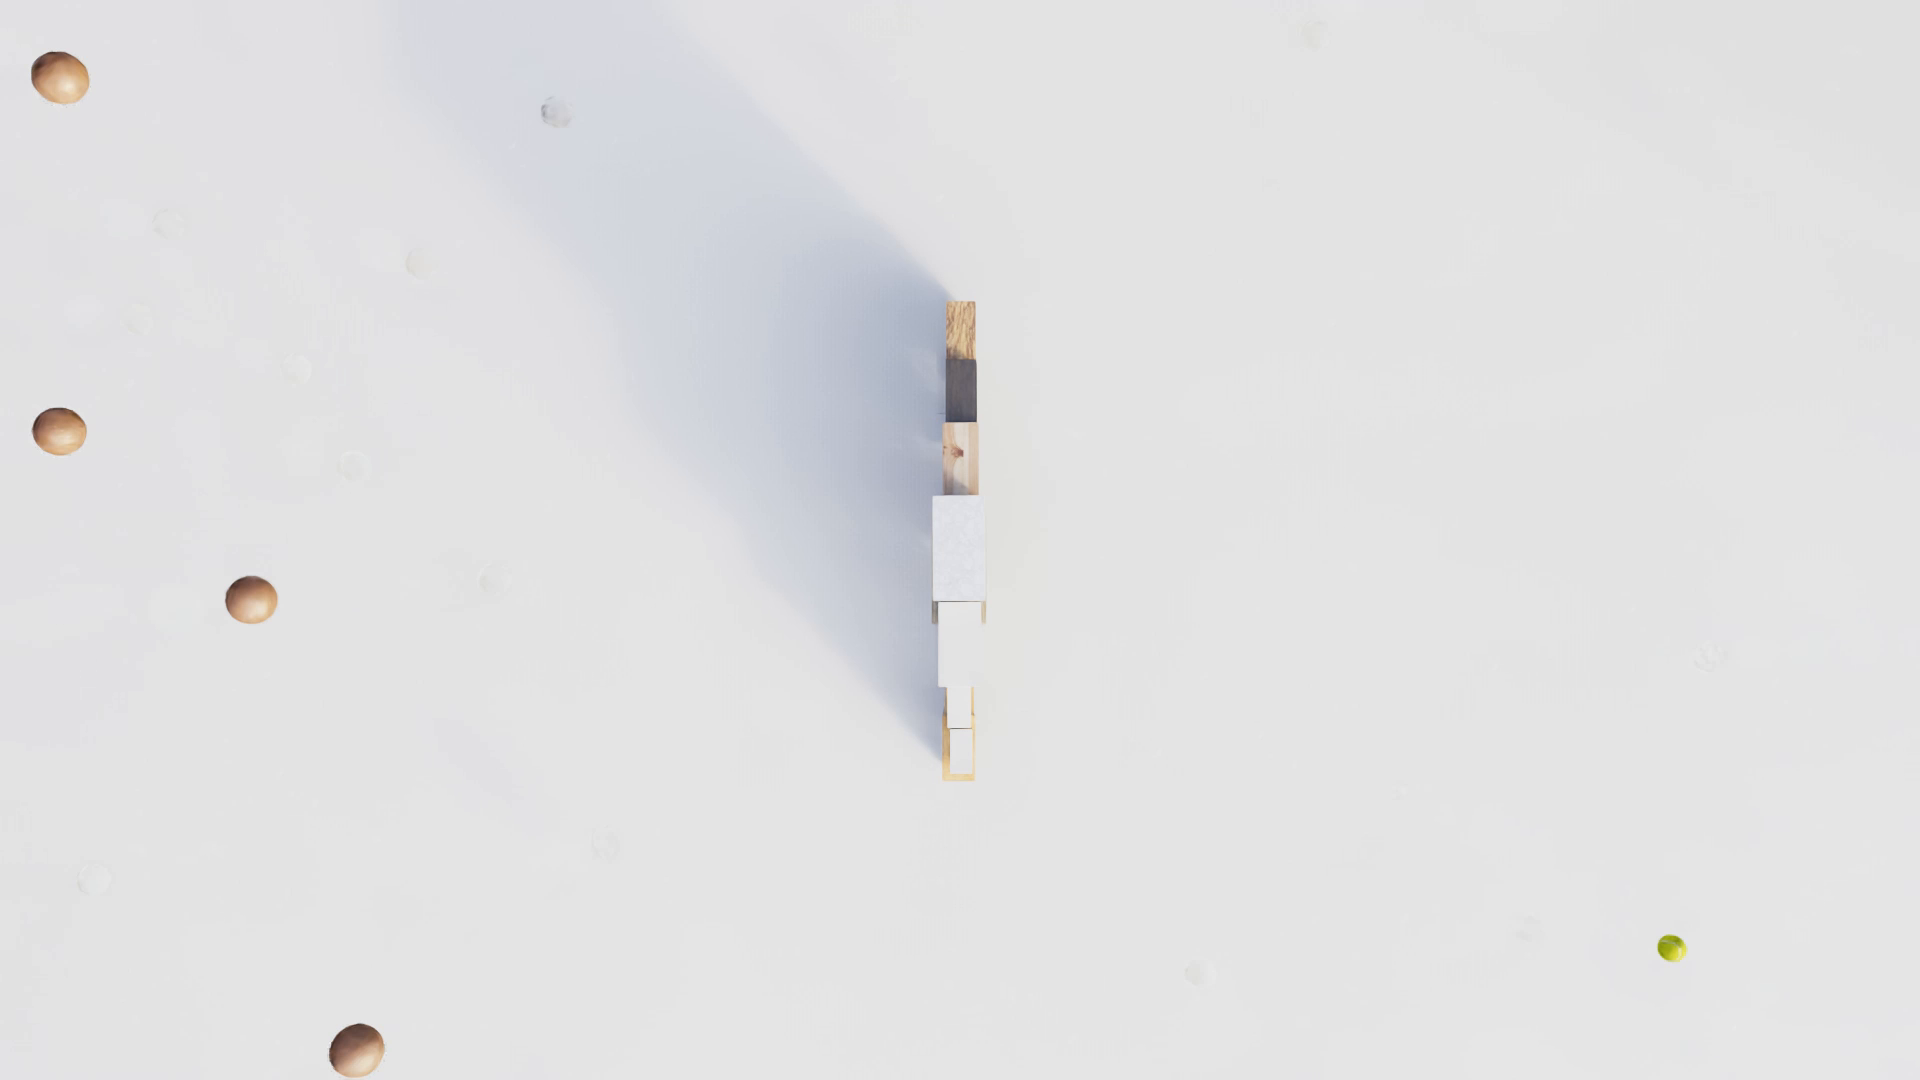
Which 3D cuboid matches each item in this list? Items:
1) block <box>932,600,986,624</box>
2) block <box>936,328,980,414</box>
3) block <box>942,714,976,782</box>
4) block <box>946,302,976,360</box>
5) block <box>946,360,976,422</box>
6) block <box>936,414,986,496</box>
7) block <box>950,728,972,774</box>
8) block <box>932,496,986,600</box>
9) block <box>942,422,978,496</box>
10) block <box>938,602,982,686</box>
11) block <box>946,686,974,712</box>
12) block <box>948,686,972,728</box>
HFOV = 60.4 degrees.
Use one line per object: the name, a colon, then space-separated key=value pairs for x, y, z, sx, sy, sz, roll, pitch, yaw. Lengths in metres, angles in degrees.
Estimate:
block: x=-0.004 y=0.090 z=5.136 sx=0.170 sy=0.048 sz=0.340 roll=0 pitch=90 yaw=0
block: x=-0.005 y=-0.534 z=5.211 sx=0.135 sy=0.038 sz=0.270 roll=0 pitch=90 yaw=0
block: x=-0.004 y=0.664 z=5.275 sx=0.105 sy=0.030 sz=0.210 roll=0 pitch=90 yaw=0
block: x=0.003 y=-0.634 z=5.002 sx=0.089 sy=0.025 sz=0.177 roll=0 pitch=90 yaw=0
block: x=0.004 y=-0.447 z=4.947 sx=0.094 sy=0.027 sz=0.187 roll=0 pitch=90 yaw=0
block: x=0.001 y=-0.239 z=5.169 sx=0.154 sy=0.044 sz=0.309 roll=0 pitch=90 yaw=0
block: x=0.004 y=0.654 z=5.113 sx=0.069 sy=0.020 sz=0.138 roll=0 pitch=90 yaw=0
block: x=-0.003 y=0.023 z=4.786 sx=0.152 sy=0.043 sz=0.304 roll=0 pitch=90 yaw=0
block: x=0.002 y=-0.241 z=4.917 sx=0.108 sy=0.030 sz=0.215 roll=0 pitch=90 yaw=0
block: x=0.000 y=0.305 z=4.846 sx=0.124 sy=0.035 sz=0.248 roll=0 pitch=90 yaw=0
block: x=-0.001 y=0.462 z=5.302 sx=0.092 sy=0.026 sz=0.184 roll=0 pitch=90 yaw=0
block: x=-0.002 y=0.507 z=5.104 sx=0.073 sy=0.021 sz=0.146 roll=0 pitch=90 yaw=0
